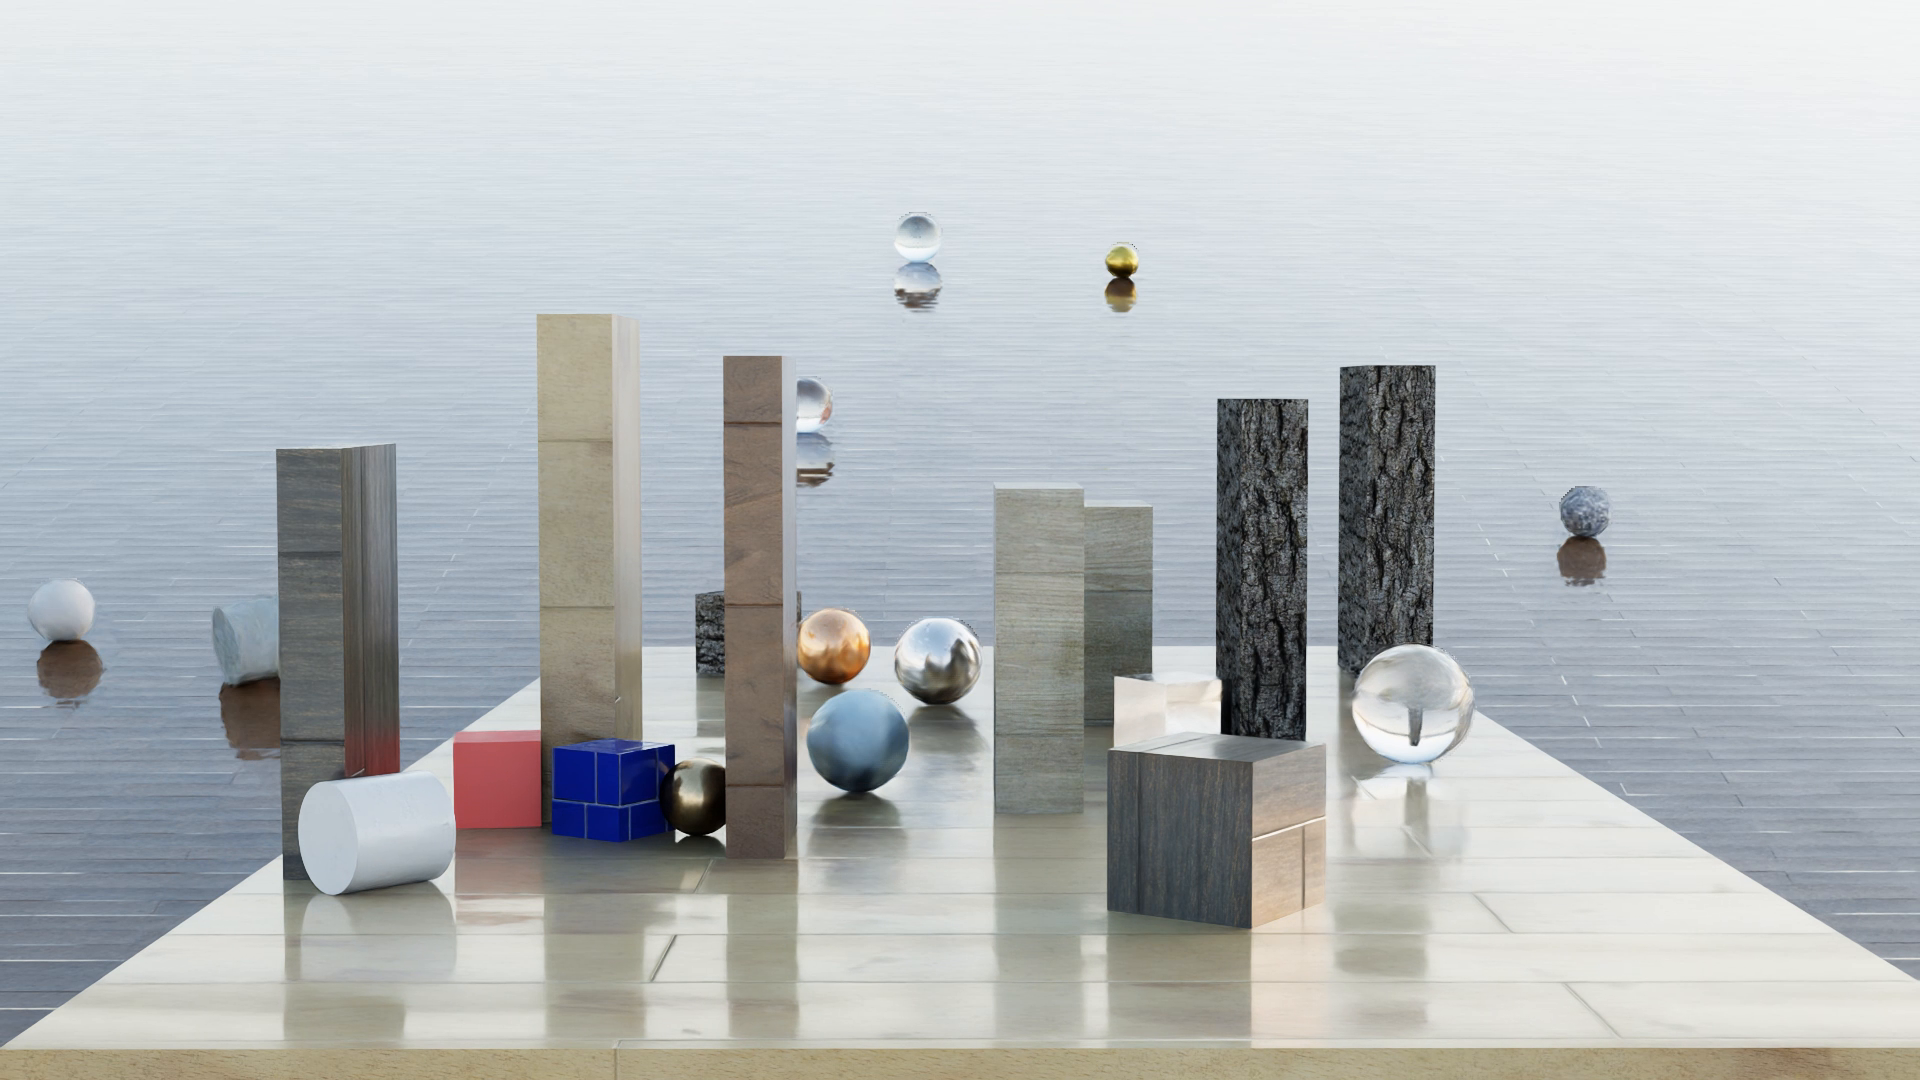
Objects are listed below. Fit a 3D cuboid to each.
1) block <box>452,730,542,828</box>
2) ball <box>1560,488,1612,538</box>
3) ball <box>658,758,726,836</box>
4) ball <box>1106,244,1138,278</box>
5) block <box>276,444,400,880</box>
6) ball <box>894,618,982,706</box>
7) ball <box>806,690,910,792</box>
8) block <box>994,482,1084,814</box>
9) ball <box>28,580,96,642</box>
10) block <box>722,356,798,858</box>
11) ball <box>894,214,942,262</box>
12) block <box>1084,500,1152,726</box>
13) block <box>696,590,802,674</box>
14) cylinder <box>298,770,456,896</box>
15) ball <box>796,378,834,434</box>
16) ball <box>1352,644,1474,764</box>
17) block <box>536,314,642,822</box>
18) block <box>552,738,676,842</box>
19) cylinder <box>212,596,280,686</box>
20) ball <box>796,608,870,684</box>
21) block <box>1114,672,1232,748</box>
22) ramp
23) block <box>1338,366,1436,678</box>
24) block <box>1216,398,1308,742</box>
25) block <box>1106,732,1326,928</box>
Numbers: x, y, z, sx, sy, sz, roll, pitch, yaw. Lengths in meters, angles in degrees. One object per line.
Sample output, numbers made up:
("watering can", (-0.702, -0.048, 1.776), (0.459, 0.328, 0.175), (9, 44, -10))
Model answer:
("block", (-0.697, 0.360, 3.879), (0.128, 0.128, 0.128), (-1, 3, -9))
("ball", (1.832, -0.080, 7.519), (0.146, 0.146, 0.146), (0, 21, 0))
("ball", (-0.382, 0.374, 3.749), (0.114, 0.114, 0.114), (0, 21, 0))
("ball", (0.648, -1.113, 10.273), (0.134, 0.134, 0.134), (0, 21, 0))
("block", (-0.857, 0.156, 3.562), (0.085, 0.572, 0.334), (0, 3, 0))
("ball", (-0.045, 0.250, 5.302), (0.182, 0.182, 0.182), (0, 21, 0))
("ball", (-0.165, 0.325, 4.153), (0.165, 0.165, 0.165), (0, 21, 0))
("block", (0.122, 0.163, 4.060), (0.135, 0.499, 0.259), (0, 3, 0))
("ball", (-2.369, 0.188, 6.780), (0.168, 0.168, 0.168), (0, 21, 0))
("block", (-0.285, 0.086, 3.692), (0.081, 0.696, 0.301), (0, 3, 0))
("ball", (-0.173, -1.233, 10.505), (0.195, 0.195, 0.195), (0, 21, 0))
("block", (0.300, 0.139, 5.110), (0.141, 0.425, 0.309), (0, 3, 0))
("block", (-0.490, 0.213, 5.970), (0.181, 0.181, 0.181), (1, 4, 24))
("cylinder", (-0.761, 0.381, 3.356), (0.146, 0.146, 0.146), (-3, 17, -44))
("ball", (-0.506, -0.441, 8.423), (0.183, 0.183, 0.183), (0, 21, 0))
("ball", (0.785, 0.285, 4.458), (0.209, 0.209, 0.209), (0, 21, 0))
("block", (-0.574, 0.034, 4.013), (0.112, 0.762, 0.337), (0, 3, 0))
("block", (-0.508, 0.366, 3.775), (0.128, 0.128, 0.128), (2, 4, 33))
("cylinder", (-1.774, 0.252, 6.558), (0.203, 0.203, 0.203), (-14, 25, -32))
("ball", (-0.281, 0.235, 5.679), (0.169, 0.169, 0.169), (0, 21, 0))
("block", (0.373, 0.314, 4.508), (0.146, 0.146, 0.146), (-2, 4, -33))
("ramp", (0.048, 0.436, 4.532), (2.000, 0.100, 4.000), (0, 3, 0))
("block", (0.968, -0.043, 5.854), (0.148, 0.704, 0.415), (0, 3, 0))
("block", (0.543, 0.061, 4.657), (0.115, 0.633, 0.416), (0, 3, 0))
("block", (0.324, 0.360, 3.229), (0.202, 0.202, 0.202), (2, 4, 34))
